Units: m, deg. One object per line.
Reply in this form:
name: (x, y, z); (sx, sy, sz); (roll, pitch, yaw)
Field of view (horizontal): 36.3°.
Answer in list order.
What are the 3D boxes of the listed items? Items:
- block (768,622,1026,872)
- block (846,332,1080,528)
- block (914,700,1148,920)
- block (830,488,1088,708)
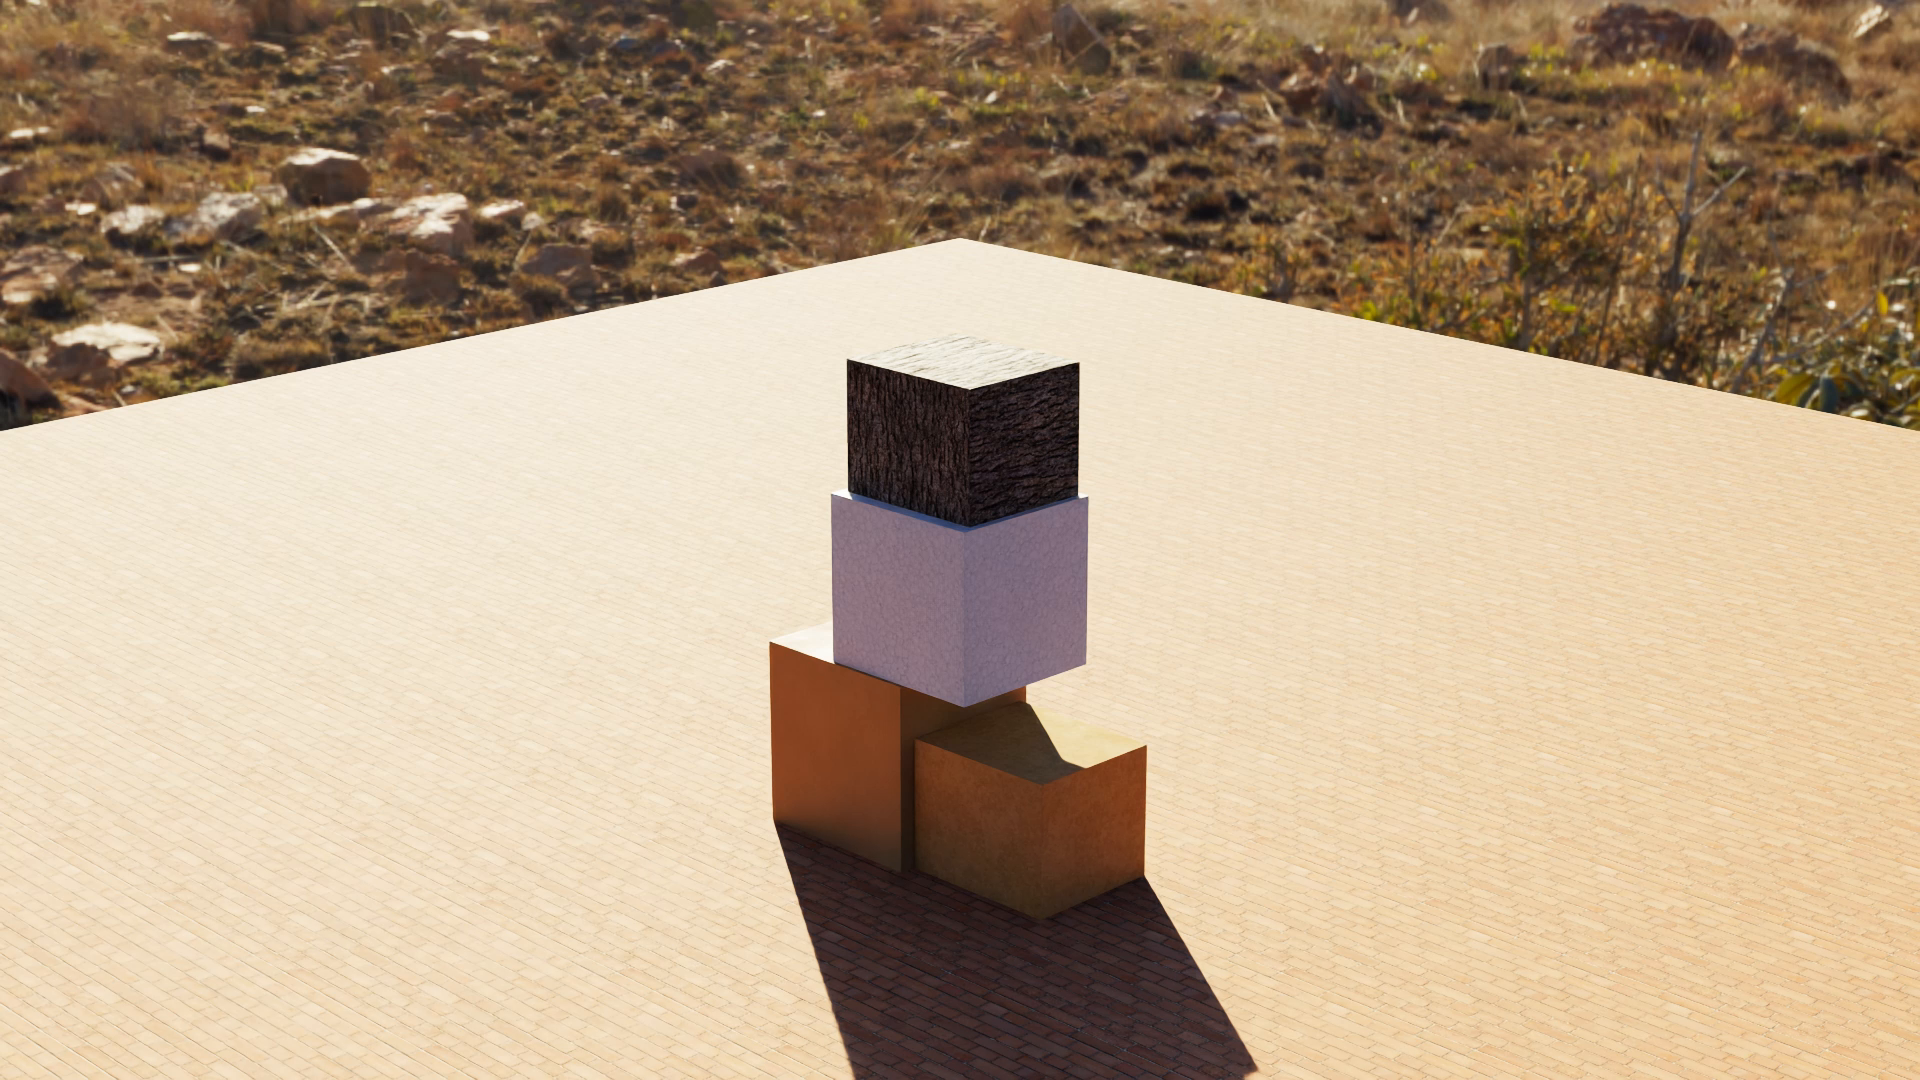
block: (-0.293, 0.914, 13.922); (0.826, 0.908, 0.890); (-17, 24, -42)
block: (0.013, -0.508, 13.196); (0.699, 0.621, 0.778); (-17, 24, -42)
block: (0.320, 1.220, 13.393); (0.692, 0.642, 0.799); (-17, 24, -42)
block: (-0.002, 0.179, 13.396); (0.797, 0.810, 0.856); (-17, 24, -42)
